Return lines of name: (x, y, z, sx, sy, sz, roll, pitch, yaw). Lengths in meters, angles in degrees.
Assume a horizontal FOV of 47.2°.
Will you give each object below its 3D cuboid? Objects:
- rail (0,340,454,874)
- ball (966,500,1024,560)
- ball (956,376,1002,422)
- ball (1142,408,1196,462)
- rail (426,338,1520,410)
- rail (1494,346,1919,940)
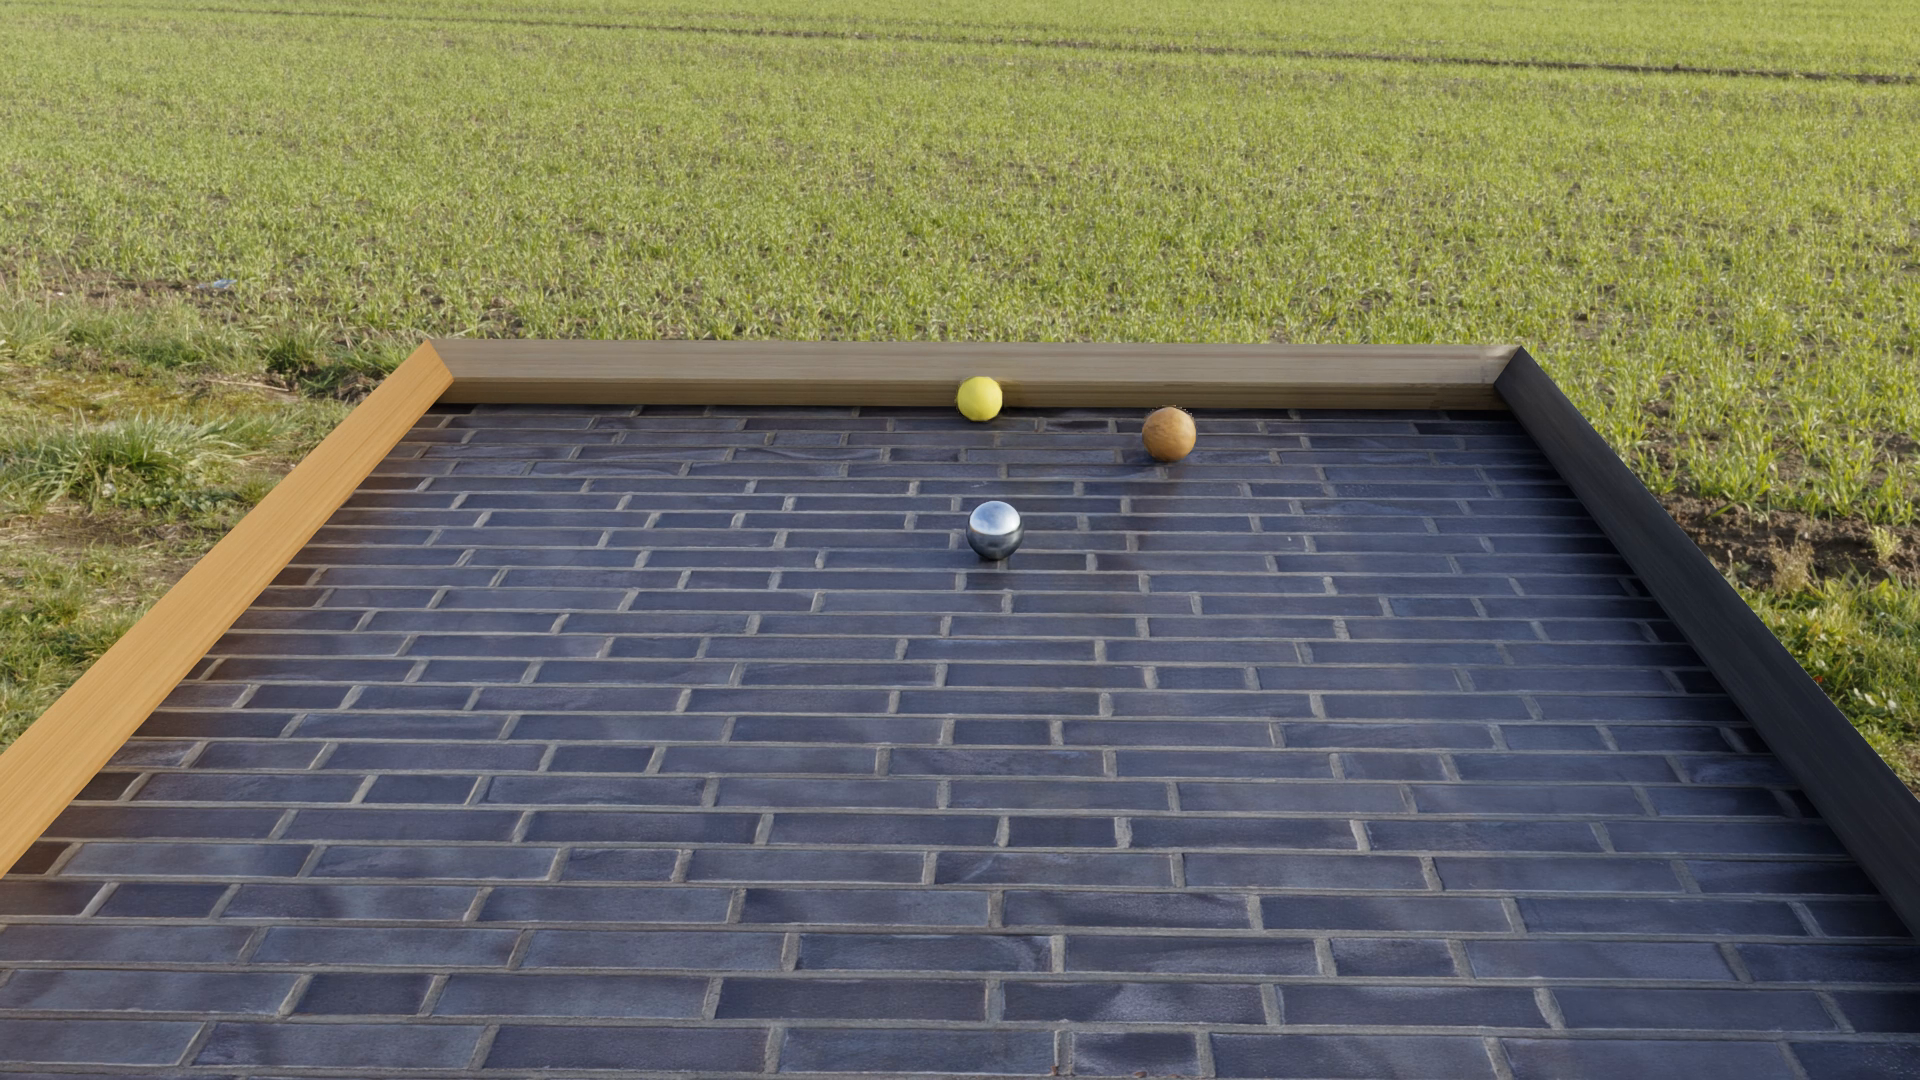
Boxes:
rail: (-0.751, 0.203, 1.830, 0.045, 0.091, 2.645, 0, 19, 1)
ball: (0.039, -0.011, 2.476, 0.066, 0.066, 0.066, 0, 19, 0)
ball: (0.027, -0.192, 2.995, 0.063, 0.063, 0.063, 0, 19, 0)
ball: (0.268, -0.135, 2.821, 0.070, 0.070, 0.070, 0, 19, 0)
rail: (0.015, -0.224, 3.038, 1.519, 0.091, 0.045, 0, 19, 1)
rail: (0.720, 0.214, 1.797, 0.045, 0.091, 2.645, 0, 19, 1)
